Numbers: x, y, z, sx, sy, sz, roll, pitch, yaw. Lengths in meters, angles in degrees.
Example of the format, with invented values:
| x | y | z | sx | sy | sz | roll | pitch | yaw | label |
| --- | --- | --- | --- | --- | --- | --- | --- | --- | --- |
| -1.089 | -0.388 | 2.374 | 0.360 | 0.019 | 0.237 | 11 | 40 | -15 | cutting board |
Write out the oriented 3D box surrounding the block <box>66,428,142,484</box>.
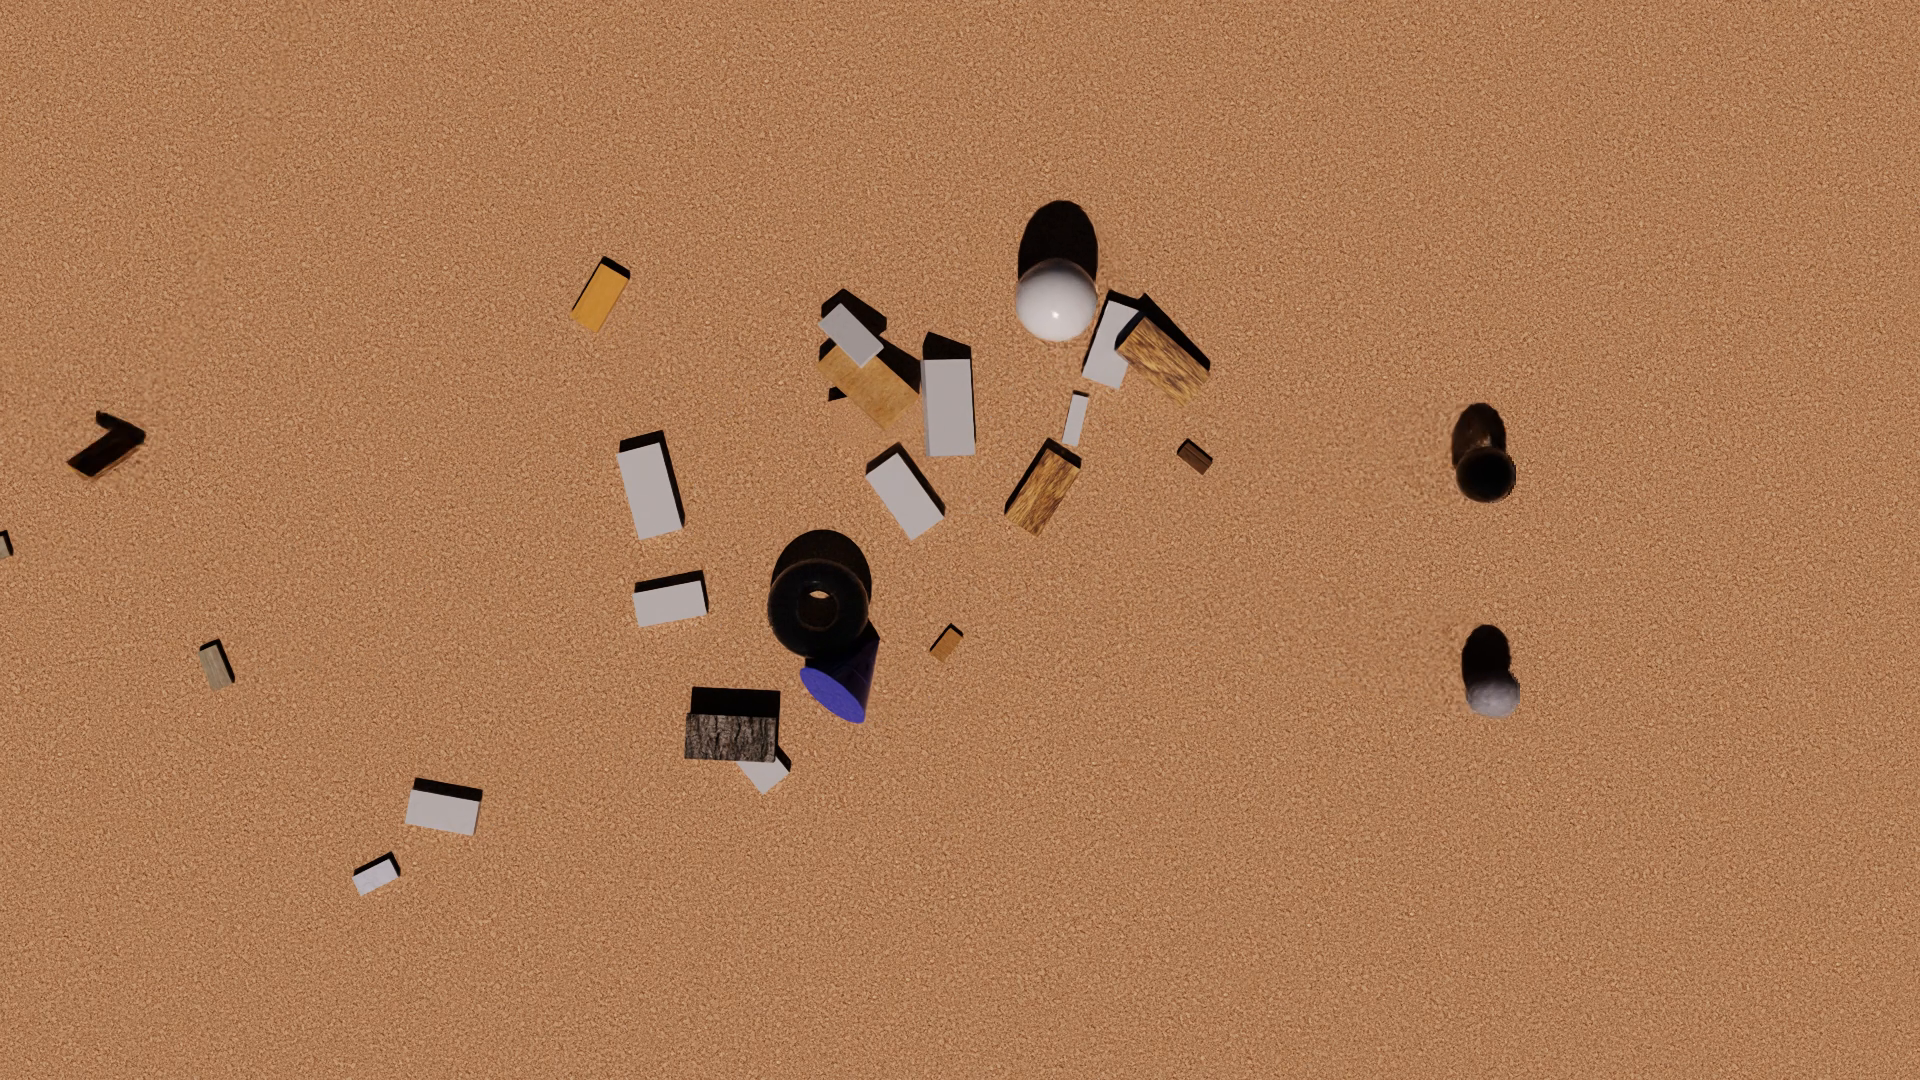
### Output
| x | y | z | sx | sy | sz | roll | pitch | yaw | label |
| --- | --- | --- | --- | --- | --- | --- | --- | --- | --- |
| -2.810 | -0.277 | 5.412 | 0.103 | 0.029 | 0.206 | 29 | 46 | 8 | block |

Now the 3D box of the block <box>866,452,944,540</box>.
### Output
| x | y | z | sx | sy | sz | roll | pitch | yaw | label |
| --- | --- | --- | --- | --- | --- | --- | --- | --- | --- |
| -0.184 | -0.143 | 5.481 | 0.133 | 0.038 | 0.266 | -36 | 90 | 0 | block |

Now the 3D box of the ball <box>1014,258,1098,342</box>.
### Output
| x | y | z | sx | sy | sz | roll | pitch | yaw | label |
| --- | --- | --- | --- | --- | --- | --- | --- | --- | --- |
| 0.313 | -0.780 | 5.365 | 0.269 | 0.269 | 0.269 | 0 | 90 | 0 | ball |

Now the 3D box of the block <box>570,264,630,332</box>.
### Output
| x | y | z | sx | sy | sz | roll | pitch | yaw | label |
| --- | --- | --- | --- | --- | --- | --- | --- | --- | --- |
| -1.199 | -0.803 | 5.485 | 0.103 | 0.029 | 0.206 | 31 | 90 | 0 | block |

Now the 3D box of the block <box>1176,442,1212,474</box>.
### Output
| x | y | z | sx | sy | sz | roll | pitch | yaw | label |
| --- | --- | --- | --- | --- | --- | --- | --- | --- | --- |
| 0.782 | -0.270 | 5.492 | 0.109 | 0.015 | 0.054 | 39 | 90 | 0 | block |

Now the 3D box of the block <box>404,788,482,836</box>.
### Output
| x | y | z | sx | sy | sz | roll | pitch | yaw | label |
| --- | --- | --- | --- | --- | --- | --- | --- | --- | --- |
| -1.718 | 0.904 | 5.484 | 0.230 | 0.033 | 0.115 | 10 | 90 | 0 | block |

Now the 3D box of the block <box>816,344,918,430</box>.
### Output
| x | y | z | sx | sy | sz | roll | pitch | yaw | label |
| --- | --- | --- | --- | --- | --- | --- | --- | --- | --- |
| -0.305 | -0.522 | 5.439 | 0.316 | 0.045 | 0.158 | 43 | 83 | 11 | block |

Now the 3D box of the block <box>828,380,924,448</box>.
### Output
| x | y | z | sx | sy | sz | roll | pitch | yaw | label |
| --- | --- | --- | --- | --- | --- | --- | --- | --- | --- |
| -0.268 | -0.418 | 5.478 | 0.316 | 0.045 | 0.158 | -14 | 90 | 0 | block |

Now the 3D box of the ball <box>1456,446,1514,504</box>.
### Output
| x | y | z | sx | sy | sz | roll | pitch | yaw | label |
| --- | --- | --- | --- | --- | --- | --- | --- | --- | --- |
| 1.720 | -0.213 | 5.408 | 0.185 | 0.185 | 0.185 | 0 | 90 | 0 | ball |

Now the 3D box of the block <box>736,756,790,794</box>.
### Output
| x | y | z | sx | sy | sz | roll | pitch | yaw | label |
| --- | --- | --- | --- | --- | --- | --- | --- | --- | --- |
| -0.683 | 0.720 | 5.484 | 0.115 | 0.033 | 0.230 | -40 | 90 | 0 | block |

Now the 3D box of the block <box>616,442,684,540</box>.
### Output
| x | y | z | sx | sy | sz | roll | pitch | yaw | label |
| --- | --- | --- | --- | --- | --- | --- | --- | --- | --- |
| -1.029 | -0.161 | 5.479 | 0.148 | 0.042 | 0.295 | -15 | 90 | 0 | block |

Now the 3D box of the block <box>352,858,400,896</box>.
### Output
| x | y | z | sx | sy | sz | roll | pitch | yaw | label |
| --- | --- | --- | --- | --- | --- | --- | --- | --- | --- |
| -1.944 | 1.121 | 5.490 | 0.139 | 0.020 | 0.070 | -27 | 90 | 0 | block |

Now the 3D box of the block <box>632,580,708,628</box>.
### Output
| x | y | z | sx | sy | sz | roll | pitch | yaw | label |
| --- | --- | --- | --- | --- | --- | --- | --- | --- | --- |
| -0.963 | 0.212 | 5.484 | 0.229 | 0.033 | 0.115 | -11 | 90 | 0 | block |

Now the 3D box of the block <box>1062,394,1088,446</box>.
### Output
| x | y | z | sx | sy | sz | roll | pitch | yaw | label |
| --- | --- | --- | --- | --- | --- | --- | --- | --- | --- |
| 0.383 | -0.398 | 5.492 | 0.054 | 0.015 | 0.166 | 13 | 90 | 0 | block |

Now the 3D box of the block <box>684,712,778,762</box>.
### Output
| x | y | z | sx | sy | sz | roll | pitch | yaw | label |
| --- | --- | --- | --- | --- | --- | --- | --- | --- | --- |
| -0.756 | 0.652 | 5.447 | 0.295 | 0.042 | 0.148 | 3 | 90 | 0 | block |

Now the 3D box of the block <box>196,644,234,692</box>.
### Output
| x | y | z | sx | sy | sz | roll | pitch | yaw | label |
| --- | --- | --- | --- | --- | --- | --- | --- | --- | --- |
| -2.478 | 0.426 | 5.490 | 0.070 | 0.020 | 0.140 | -22 | 90 | 0 | block |

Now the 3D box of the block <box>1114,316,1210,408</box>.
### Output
| x | y | z | sx | sy | sz | roll | pitch | yaw | label |
| --- | --- | --- | --- | --- | --- | --- | --- | --- | --- |
| 0.671 | -0.587 | 5.456 | 0.295 | 0.042 | 0.148 | 40 | 87 | -8 | block |

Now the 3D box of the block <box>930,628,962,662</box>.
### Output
| x | y | z | sx | sy | sz | roll | pitch | yaw | label |
| --- | --- | --- | --- | --- | --- | --- | --- | --- | --- |
| -0.046 | 0.351 | 5.492 | 0.054 | 0.015 | 0.109 | 39 | 90 | 0 | block |

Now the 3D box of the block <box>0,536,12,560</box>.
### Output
| x | y | z | sx | sy | sz | roll | pitch | yaw | label |
| --- | --- | --- | --- | --- | --- | --- | --- | --- | --- |
| -3.235 | 0.042 | 5.490 | 0.140 | 0.020 | 0.070 | -20 | 90 | 0 | block |

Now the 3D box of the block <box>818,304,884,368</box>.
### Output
| x | y | z | sx | sy | sz | roll | pitch | yaw | label |
| --- | --- | --- | --- | --- | --- | --- | --- | --- | --- |
| -0.360 | -0.674 | 5.438 | 0.103 | 0.029 | 0.206 | -43 | 79 | -6 | block |

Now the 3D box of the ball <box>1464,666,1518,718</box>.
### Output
| x | y | z | sx | sy | sz | roll | pitch | yaw | label |
| --- | --- | --- | --- | --- | --- | --- | --- | --- | --- |
| 1.745 | 0.500 | 5.417 | 0.167 | 0.167 | 0.167 | 0 | 90 | 0 | ball |

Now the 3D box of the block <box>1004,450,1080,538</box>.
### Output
| x | y | z | sx | sy | sz | roll | pitch | yaw | label |
| --- | --- | --- | --- | --- | --- | --- | --- | --- | --- |
| 0.274 | -0.155 | 5.481 | 0.133 | 0.038 | 0.266 | 33 | 90 | 0 | block |

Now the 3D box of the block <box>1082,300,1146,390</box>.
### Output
| x | y | z | sx | sy | sz | roll | pitch | yaw | label |
| --- | --- | --- | --- | --- | --- | --- | --- | --- | --- |
| 0.511 | -0.648 | 5.481 | 0.133 | 0.038 | 0.266 | 20 | 90 | 0 | block |

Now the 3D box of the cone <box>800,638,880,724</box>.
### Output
| x | y | z | sx | sy | sz | roll | pitch | yaw | label |
| --- | --- | --- | --- | --- | --- | --- | --- | --- | --- |
| -0.341 | 0.416 | 5.441 | 0.266 | 0.266 | 0.266 | 39 | 63 | 0 | cone |

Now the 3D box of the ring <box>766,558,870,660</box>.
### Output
| x | y | z | sx | sy | sz | roll | pitch | yaw | label |
| --- | --- | --- | --- | --- | --- | --- | --- | --- | --- |
| -0.469 | 0.226 | 5.445 | 0.339 | 0.113 | 0.339 | 0 | 91 | 0 | ring |

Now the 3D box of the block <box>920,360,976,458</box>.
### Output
| x | y | z | sx | sy | sz | roll | pitch | yaw | label |
| --- | --- | --- | --- | --- | --- | --- | --- | --- | --- |
| -0.040 | -0.436 | 5.452 | 0.158 | 0.045 | 0.316 | -3 | 90 | -20 | block |
